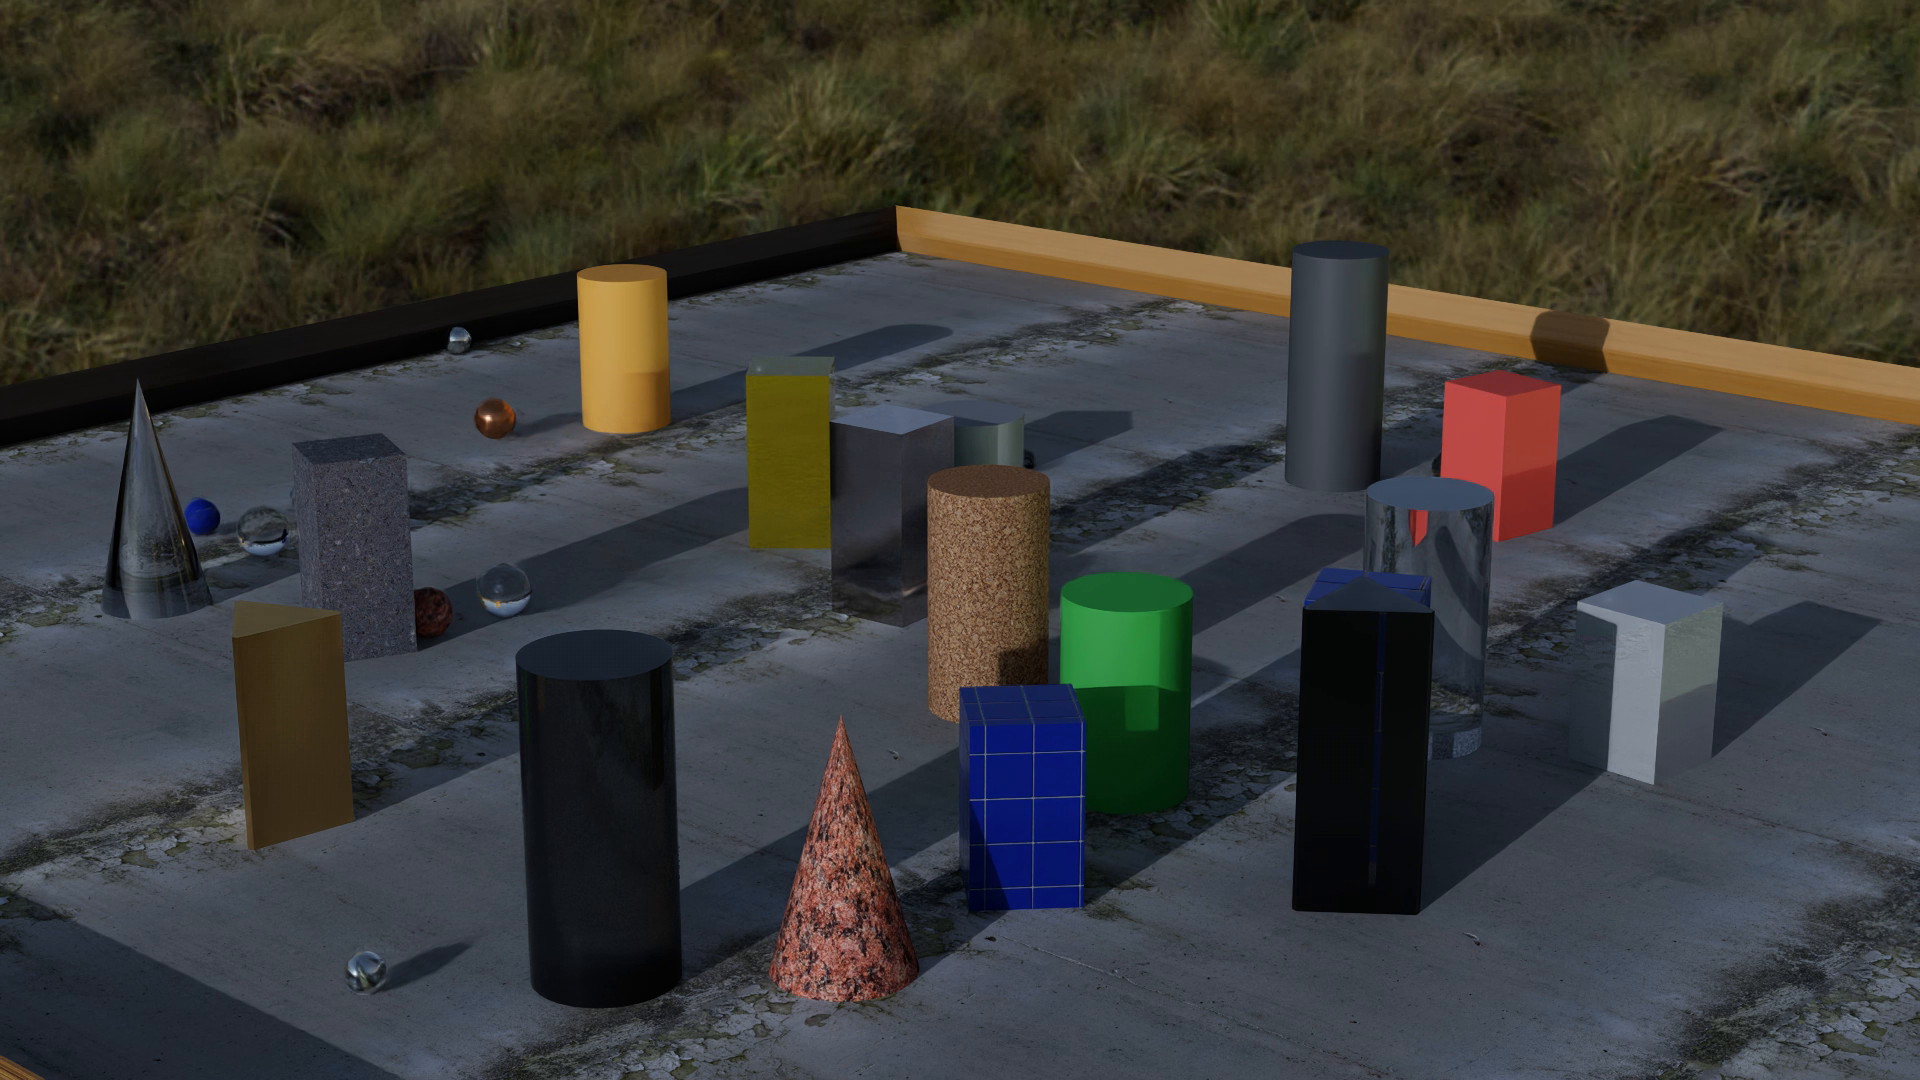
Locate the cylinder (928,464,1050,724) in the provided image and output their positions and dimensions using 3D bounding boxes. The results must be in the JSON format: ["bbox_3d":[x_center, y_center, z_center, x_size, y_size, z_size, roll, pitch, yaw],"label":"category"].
[{"bbox_3d":[0.044,0.084,4.531,0.188,0.364,0.188,0,17,0],"label":"cylinder"}]

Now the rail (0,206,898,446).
[{"bbox_3d":[-1.606,-0.373,6.456,0.045,0.122,4.418,14,22,39],"label":"rail"}]

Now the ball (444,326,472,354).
[{"bbox_3d":[-1.178,-0.468,6.872,0.065,0.065,0.065,0,17,0],"label":"ball"}]

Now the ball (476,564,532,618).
[{"bbox_3d":[-0.776,0.086,4.993,0.092,0.092,0.092,0,17,0],"label":"ball"}]

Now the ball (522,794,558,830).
[{"bbox_3d":[-0.587,0.380,4.097,0.048,0.048,0.048,0,17,0],"label":"ball"}]

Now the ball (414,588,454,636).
[{"bbox_3d":[-0.888,0.120,4.895,0.083,0.083,0.083,0,17,0],"label":"ball"}]

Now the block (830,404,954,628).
[{"bbox_3d":[-0.115,-0.043,4.997,0.150,0.337,0.150,12,20,34],"label":"block"}]

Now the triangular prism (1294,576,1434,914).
[{"bbox_3d":[0.522,0.267,3.837,0.163,0.415,0.141,1,17,4],"label":"triangular prism"}]

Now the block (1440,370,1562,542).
[{"bbox_3d":[1.008,-0.159,5.484,0.150,0.277,0.150,-13,21,-36],"label":"block"}]

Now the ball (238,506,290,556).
[{"bbox_3d":[-1.266,-0.016,5.330,0.092,0.092,0.092,0,17,0],"label":"ball"}]

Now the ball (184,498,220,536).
[{"bbox_3d":[-1.412,-0.043,5.459,0.069,0.069,0.069,0,17,0],"label":"ball"}]

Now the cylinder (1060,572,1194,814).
[{"bbox_3d":[0.237,0.217,4.198,0.188,0.301,0.188,0,17,0],"label":"cylinder"}]

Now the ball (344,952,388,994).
[{"bbox_3d":[-0.729,0.530,3.593,0.052,0.052,0.052,0,17,0],"label":"ball"}]

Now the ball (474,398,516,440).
[{"bbox_3d":[-0.970,-0.252,6.125,0.085,0.085,0.085,0,17,0],"label":"ball"}]

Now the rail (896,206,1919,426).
[{"bbox_3d":[1.433,-0.447,6.700,4.302,0.122,0.045,14,22,39],"label":"rail"}]

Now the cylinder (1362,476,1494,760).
[{"bbox_3d":[0.695,0.116,4.388,0.188,0.386,0.188,0,17,0],"label":"cylinder"}]

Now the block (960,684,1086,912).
[{"bbox_3d":[0.081,0.338,3.872,0.150,0.257,0.150,-1,17,-5],"label":"block"}]

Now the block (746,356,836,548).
[{"bbox_3d":[-0.310,-0.162,5.411,0.150,0.326,0.150,0,17,2],"label":"block"}]

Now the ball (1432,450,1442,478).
[{"bbox_3d":[0.969,-0.140,5.745,0.089,0.089,0.089,0,17,0],"label":"ball"}]

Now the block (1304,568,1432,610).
[{"bbox_3d":[0.557,0.236,4.042,0.150,0.356,0.150,5,17,16],"label":"block"}]

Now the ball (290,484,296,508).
[{"bbox_3d":[-1.233,-0.087,5.583,0.081,0.081,0.081,0,17,0],"label":"ball"}]

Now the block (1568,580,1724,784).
[{"bbox_3d":[1.010,0.208,4.326,0.150,0.245,0.150,-15,23,-41],"label":"block"}]

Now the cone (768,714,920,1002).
[{"bbox_3d":[-0.145,0.373,3.615,0.188,0.339,0.188,0,17,0],"label":"cone"}]

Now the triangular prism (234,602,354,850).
[{"bbox_3d":[-0.960,0.248,4.085,0.163,0.308,0.141,-15,22,-40],"label":"triangular prism"}]

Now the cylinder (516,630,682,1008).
[{"bbox_3d":[-0.440,0.339,3.585,0.188,0.422,0.188,0,17,0],"label":"cylinder"}]

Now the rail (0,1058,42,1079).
[{"bbox_3d":[-1.433,0.508,3.541,4.302,0.122,0.045,14,22,39],"label":"rail"}]

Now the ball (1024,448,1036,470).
[{"bbox_3d":[0.123,-0.157,5.861,0.054,0.054,0.054,0,17,0],"label":"ball"}]

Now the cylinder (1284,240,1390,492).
[{"bbox_3d":[0.741,-0.342,5.768,0.188,0.463,0.188,0,17,0],"label":"cylinder"}]

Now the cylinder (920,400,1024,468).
[{"bbox_3d":[0.019,-0.083,5.206,0.188,0.293,0.188,0,17,0],"label":"cylinder"}]

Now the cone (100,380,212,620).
[{"bbox_3d":[-1.392,-0.084,5.021,0.188,0.401,0.188,0,17,0],"label":"cone"}]

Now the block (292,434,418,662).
[{"bbox_3d":[-0.994,0.013,4.812,0.150,0.337,0.150,-8,19,-24],"label":"block"}]

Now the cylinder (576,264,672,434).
[{"bbox_3d":[-0.712,-0.407,6.223,0.188,0.324,0.188,0,17,0],"label":"cylinder"}]
